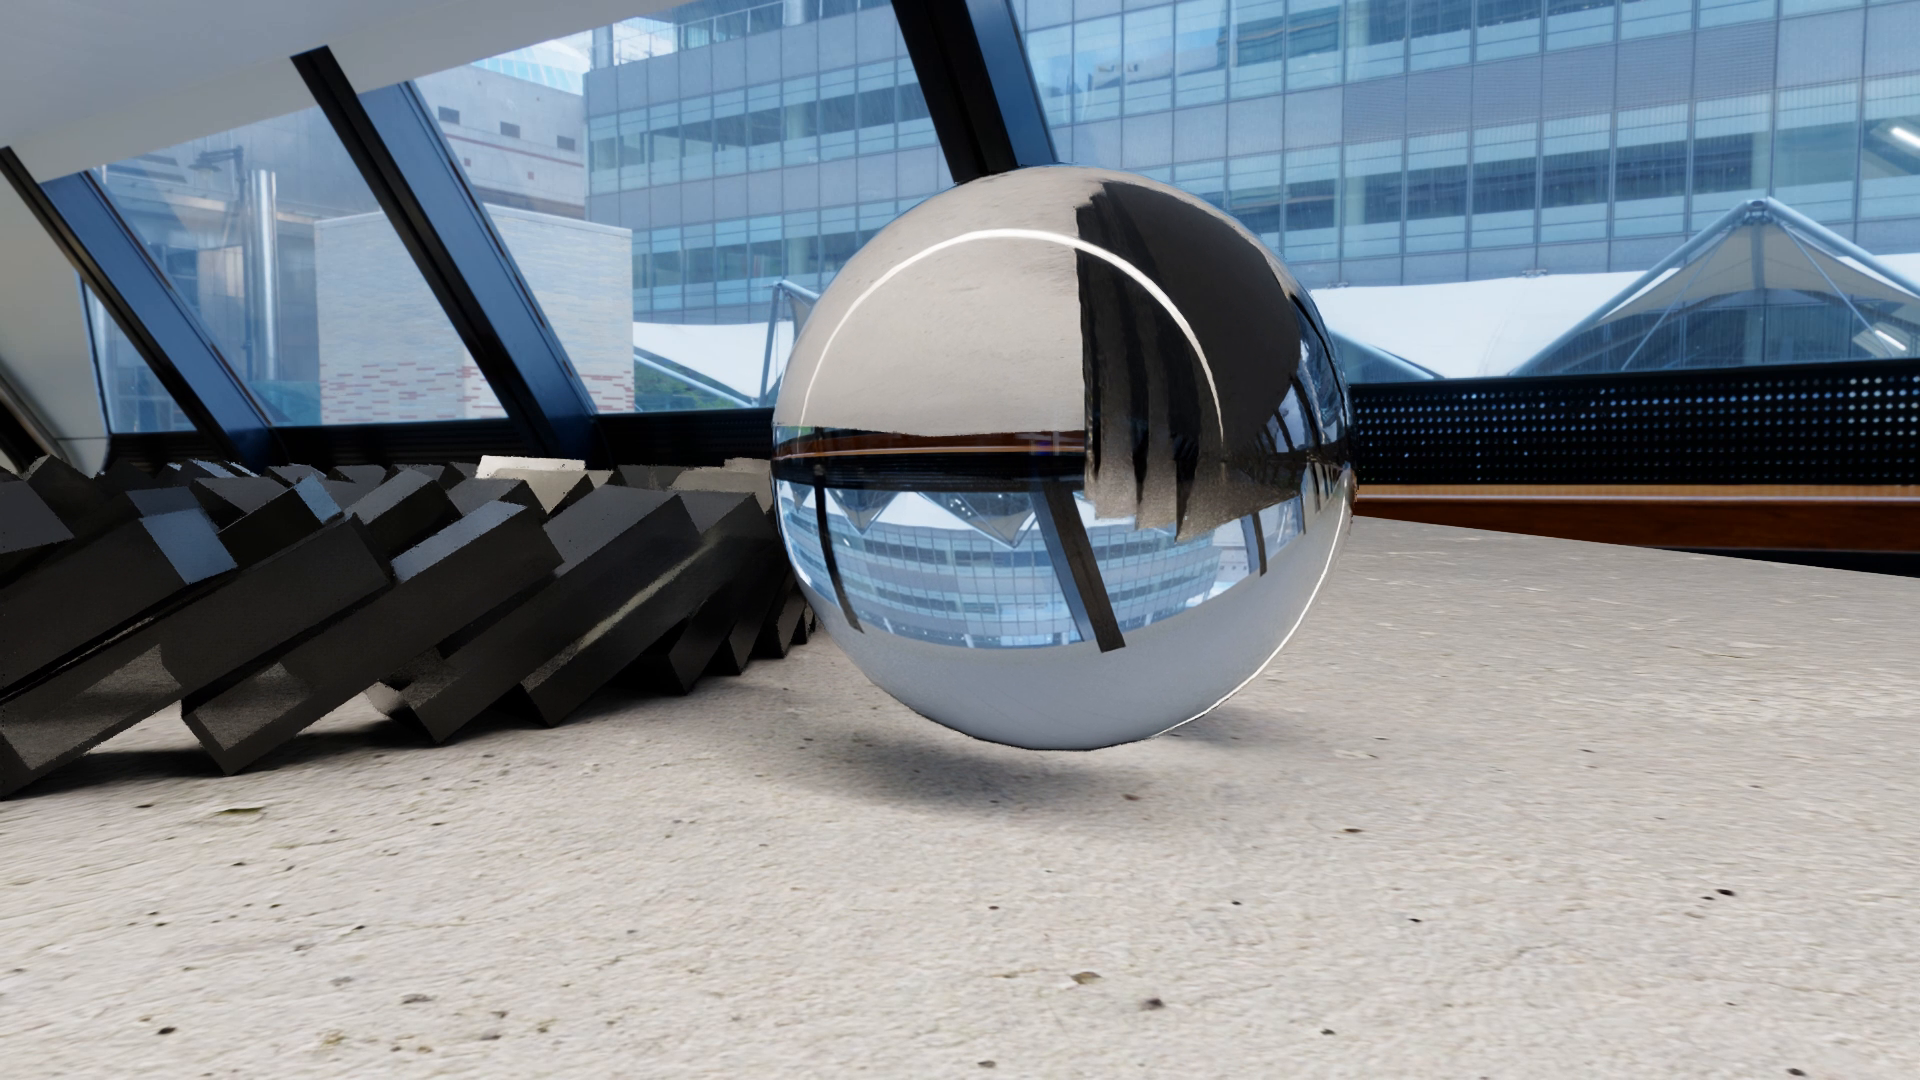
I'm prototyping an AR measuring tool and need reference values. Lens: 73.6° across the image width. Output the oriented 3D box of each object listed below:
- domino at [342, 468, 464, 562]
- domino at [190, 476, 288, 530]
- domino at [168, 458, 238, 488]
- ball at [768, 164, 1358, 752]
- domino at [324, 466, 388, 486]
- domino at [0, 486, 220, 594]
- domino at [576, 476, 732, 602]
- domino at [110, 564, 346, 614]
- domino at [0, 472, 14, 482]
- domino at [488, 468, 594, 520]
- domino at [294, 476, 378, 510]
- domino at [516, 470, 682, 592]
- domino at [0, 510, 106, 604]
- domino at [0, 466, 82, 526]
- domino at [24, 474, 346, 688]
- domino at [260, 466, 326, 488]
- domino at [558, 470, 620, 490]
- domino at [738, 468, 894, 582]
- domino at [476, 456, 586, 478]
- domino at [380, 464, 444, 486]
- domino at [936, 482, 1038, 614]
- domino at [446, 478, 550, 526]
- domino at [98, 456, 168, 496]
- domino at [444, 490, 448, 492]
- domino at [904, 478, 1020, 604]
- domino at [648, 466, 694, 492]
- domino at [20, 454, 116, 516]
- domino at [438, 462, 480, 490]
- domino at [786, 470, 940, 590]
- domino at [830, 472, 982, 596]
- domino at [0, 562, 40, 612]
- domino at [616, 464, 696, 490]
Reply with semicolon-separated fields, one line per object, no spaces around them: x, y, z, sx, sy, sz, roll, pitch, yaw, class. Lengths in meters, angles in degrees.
-0.116;0.006;0.231;0.050;0.010;0.025;-40;27;-22;domino
-0.172;0.000;0.333;0.050;0.010;0.025;29;10;11;domino
-0.205;-0.005;0.381;0.050;0.009;0.025;35;-8;-12;domino
0.014;-0.011;0.179;0.080;0.080;0.080;0;4;0;ball
-0.166;-0.005;0.390;0.050;0.009;0.025;34;7;2;domino
-0.153;0.009;0.213;0.050;0.010;0.025;-34;10;-7;domino
-0.089;-0.001;0.369;0.025;0.010;0.050;-3;35;-39;domino
-0.192;0.013;0.337;0.050;0.010;0.025;1;4;13;domino
-0.175;0.008;0.205;0.050;0.009;0.025;-37;-7;19;domino
-0.100;0.004;0.269;0.025;0.010;0.050;5;40;24;domino
-0.150;0.000;0.335;0.050;0.009;0.025;32;11;26;domino
-0.108;-0.003;0.382;0.050;0.010;0.025;39;24;31;domino
-0.250;-0.002;0.329;0.025;0.009;0.050;2;-34;37;domino
-0.242;-0.003;0.343;0.025;0.010;0.050;2;-35;43;domino
-0.132;0.008;0.219;0.050;0.009;0.025;-35;18;-12;domino
-0.184;-0.004;0.388;0.050;0.009;0.025;34;3;-3;domino
-0.097;0.003;0.286;0.025;0.009;0.050;1;39;18;domino
-0.047;-0.006;0.408;0.025;0.009;0.050;-3;36;-46;domino
-0.106;0.000;0.307;0.025;0.009;0.050;2;42;-7;domino
-0.148;-0.005;0.390;0.050;0.009;0.025;35;8;8;domino
0.007;0.001;0.339;0.025;0.010;0.050;0;32;0;domino
-0.106;0.006;0.247;0.025;0.010;0.050;4;40;44;domino
-0.220;-0.005;0.369;0.050;0.009;0.025;39;-18;-25;domino
-0.127;0.001;0.330;0.025;0.010;0.050;17;15;-38;domino
0.000;-0.001;0.360;0.025;0.010;0.050;0;33;-9;domino
-0.065;-0.001;0.341;0.025;0.010;0.050;0;37;-30;domino
-0.232;-0.004;0.355;0.025;0.009;0.050;0;-36;48;domino
-0.131;-0.005;0.388;0.050;0.010;0.025;36;10;14;domino
-0.030;-0.004;0.394;0.025;0.010;0.050;-2;35;-38;domino
-0.017;-0.003;0.378;0.025;0.009;0.050;-3;35;-31;domino
-0.257;0.002;0.312;0.025;0.010;0.050;2;-26;29;domino
-0.076;-0.002;0.356;0.025;0.010;0.050;-1;38;-36;domino
